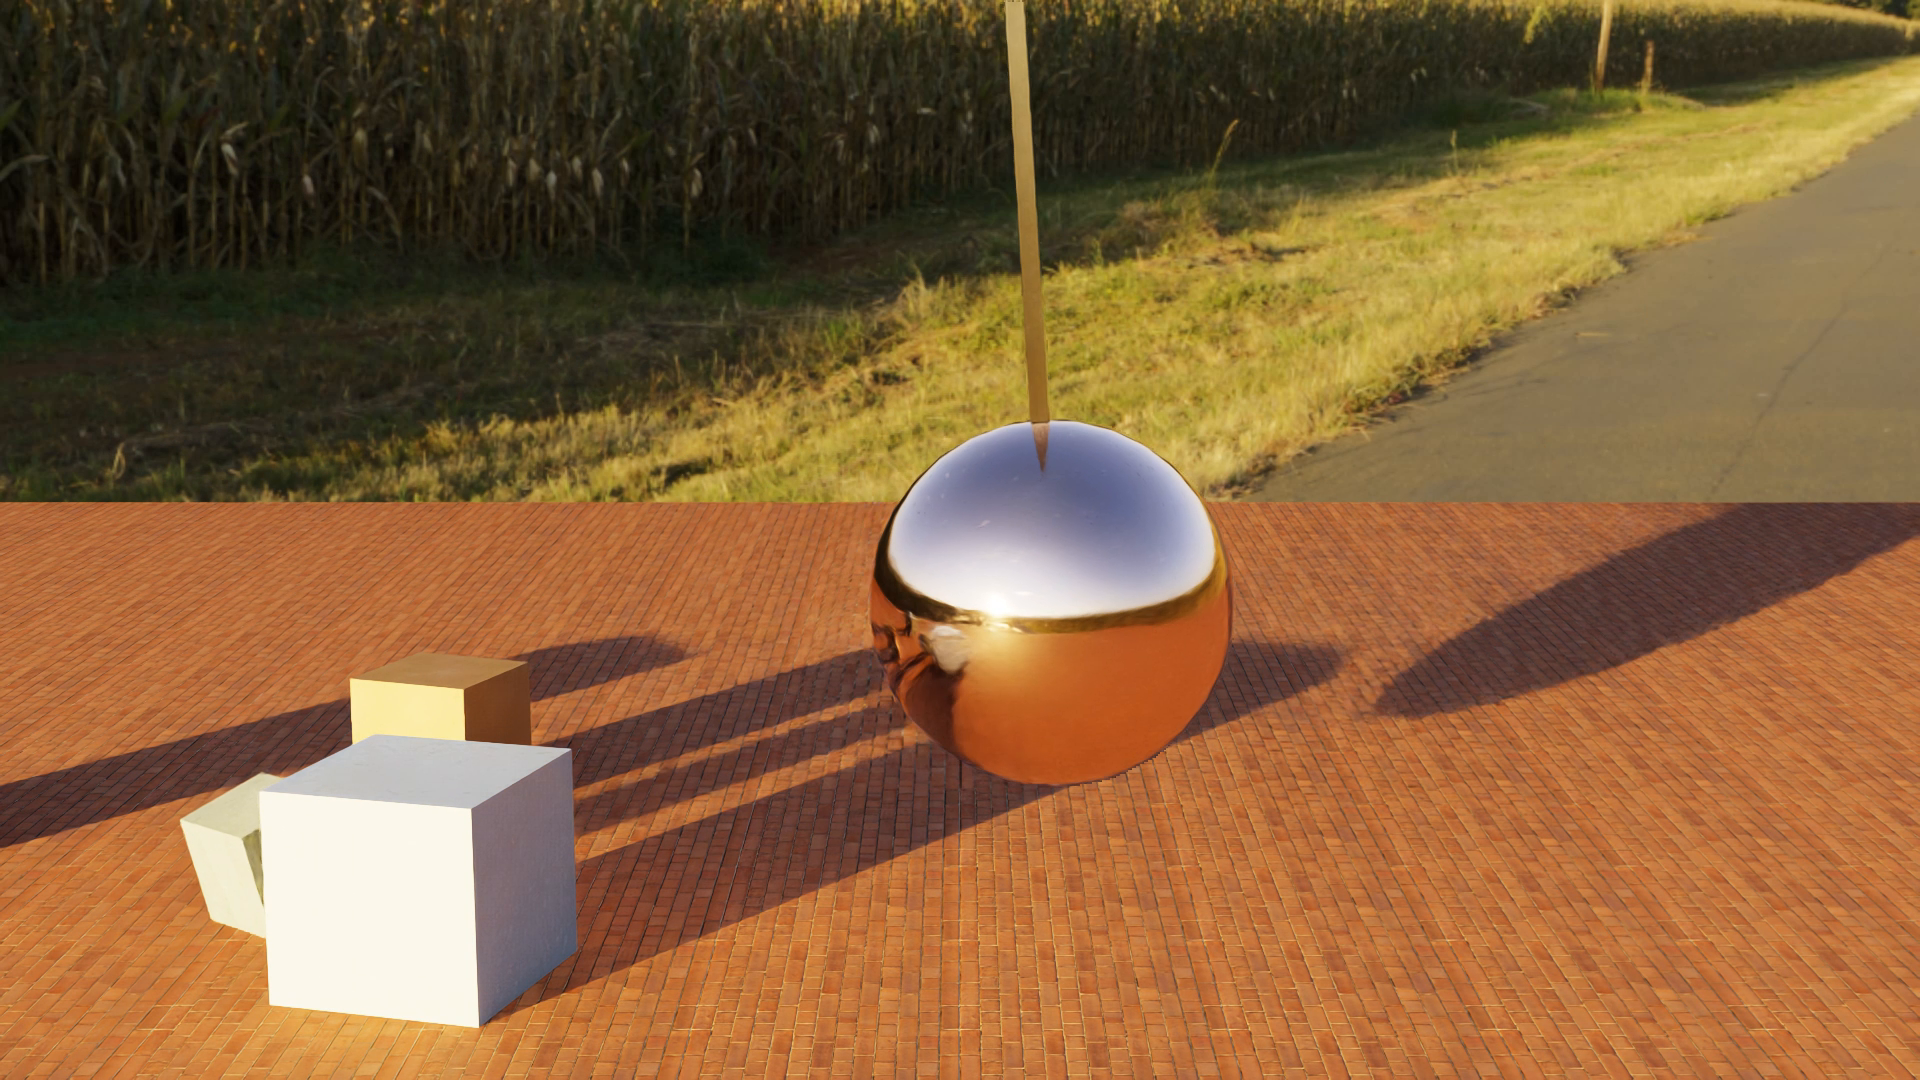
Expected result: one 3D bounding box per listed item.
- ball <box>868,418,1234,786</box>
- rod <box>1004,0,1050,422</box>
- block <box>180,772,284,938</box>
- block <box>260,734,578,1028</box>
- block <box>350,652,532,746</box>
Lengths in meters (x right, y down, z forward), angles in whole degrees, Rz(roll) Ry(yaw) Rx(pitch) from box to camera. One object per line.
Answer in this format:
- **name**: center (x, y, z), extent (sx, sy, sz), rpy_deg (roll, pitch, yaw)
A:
- **ball**: center (0.398, 0.271, 11.230), extent (1.600, 1.600, 1.600), rpy_deg (0, 10, 0)
- **rod**: center (0.173, -3.067, 10.623), extent (0.080, 5.200, 0.080), rpy_deg (-4, 10, 1)
- **block**: center (-2.889, 1.316, 10.707), extent (0.420, 0.485, 0.429), rpy_deg (8, 28, 38)
- **block**: center (-2.094, 1.305, 10.028), extent (0.875, 0.844, 0.889), rpy_deg (3, 11, 16)
- **block**: center (-2.520, 0.952, 12.508), extent (0.622, 0.651, 0.612), rpy_deg (4, 11, 20)
